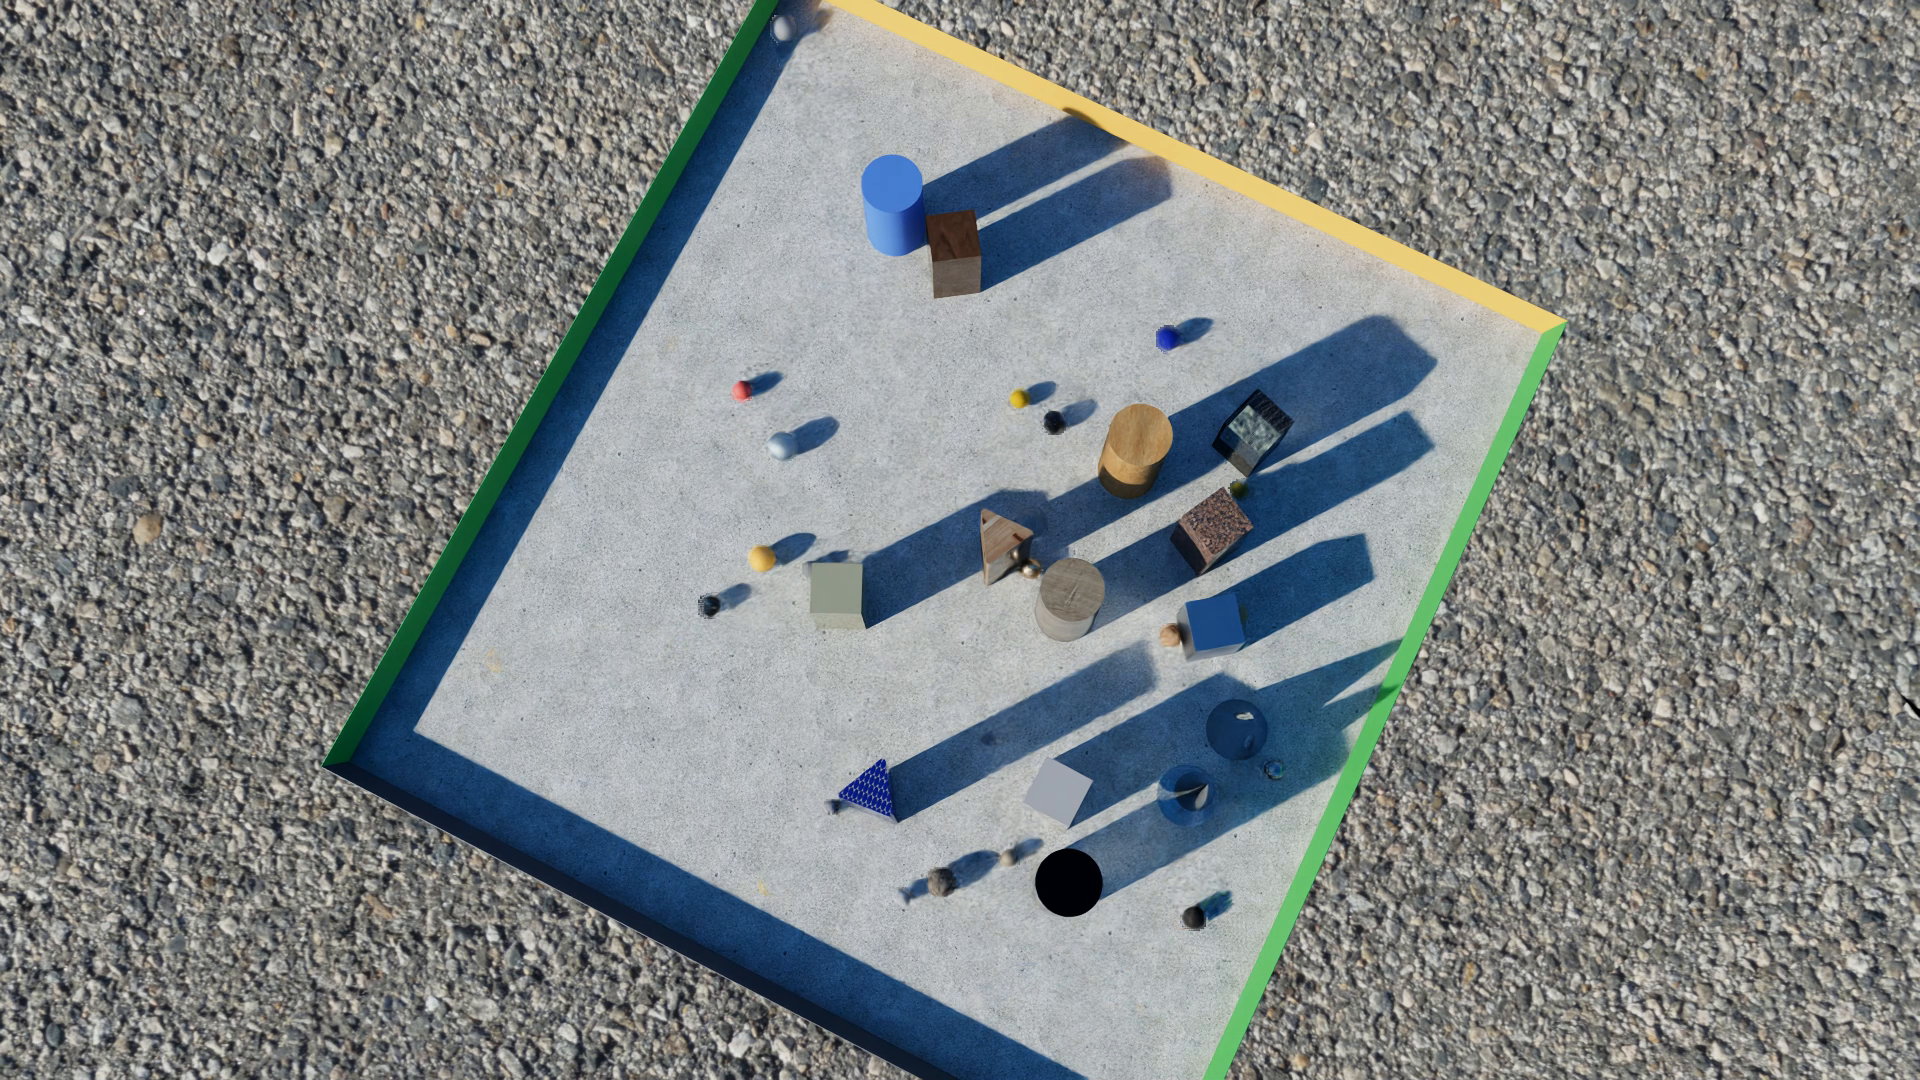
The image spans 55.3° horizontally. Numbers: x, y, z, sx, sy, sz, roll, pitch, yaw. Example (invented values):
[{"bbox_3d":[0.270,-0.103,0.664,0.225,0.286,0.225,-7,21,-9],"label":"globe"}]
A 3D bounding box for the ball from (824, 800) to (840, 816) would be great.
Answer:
[{"bbox_3d":[-0.378,0.794,5.429,0.046,0.046,0.046,0,78,0],"label":"ball"}]

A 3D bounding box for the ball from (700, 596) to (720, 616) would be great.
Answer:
[{"bbox_3d":[-0.757,0.200,5.542,0.064,0.064,0.064,0,78,0],"label":"ball"}]

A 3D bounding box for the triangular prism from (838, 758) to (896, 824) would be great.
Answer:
[{"bbox_3d":[-0.237,0.710,5.259,0.160,0.412,0.138,21,79,4],"label":"triangular prism"}]

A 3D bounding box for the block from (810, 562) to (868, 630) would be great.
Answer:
[{"bbox_3d":[-0.357,0.169,5.431,0.148,0.294,0.148,1,78,0],"label":"block"}]

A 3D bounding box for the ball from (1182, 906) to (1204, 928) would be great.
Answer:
[{"bbox_3d":[0.683,1.103,5.355,0.065,0.065,0.065,0,78,0],"label":"ball"}]

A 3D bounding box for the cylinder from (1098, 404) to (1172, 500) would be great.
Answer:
[{"bbox_3d":[0.517,-0.259,5.454,0.185,0.423,0.185,0,78,0],"label":"cylinder"}]

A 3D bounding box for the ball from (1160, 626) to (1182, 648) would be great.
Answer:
[{"bbox_3d":[0.634,0.291,5.522,0.067,0.067,0.067,0,78,0],"label":"ball"}]

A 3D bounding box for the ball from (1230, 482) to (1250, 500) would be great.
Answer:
[{"bbox_3d":[0.859,-0.150,5.618,0.058,0.058,0.058,0,78,0],"label":"ball"}]

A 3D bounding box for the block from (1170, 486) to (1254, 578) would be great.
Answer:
[{"bbox_3d":[0.745,-0.021,5.449,0.148,0.335,0.148,-35,80,-7],"label":"block"}]

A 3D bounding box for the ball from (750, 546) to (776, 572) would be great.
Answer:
[{"bbox_3d":[-0.600,0.058,5.564,0.079,0.079,0.079,0,78,0],"label":"ball"}]

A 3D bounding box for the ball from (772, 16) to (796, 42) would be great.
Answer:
[{"bbox_3d":[-0.569,-1.651,5.917,0.080,0.080,0.080,0,78,0],"label":"ball"}]

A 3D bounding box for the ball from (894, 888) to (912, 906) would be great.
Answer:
[{"bbox_3d":[-0.167,1.047,5.374,0.050,0.050,0.050,0,78,0],"label":"ball"}]

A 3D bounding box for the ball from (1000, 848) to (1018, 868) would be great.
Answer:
[{"bbox_3d":[0.146,0.937,5.395,0.054,0.054,0.054,0,78,0],"label":"ball"}]

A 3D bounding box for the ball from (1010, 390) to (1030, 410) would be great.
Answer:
[{"bbox_3d":[0.186,-0.436,5.676,0.060,0.060,0.060,0,78,0],"label":"ball"}]

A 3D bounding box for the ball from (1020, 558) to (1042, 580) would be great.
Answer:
[{"bbox_3d":[0.214,0.086,5.565,0.065,0.065,0.065,0,78,0],"label":"ball"}]

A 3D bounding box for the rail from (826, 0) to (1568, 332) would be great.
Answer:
[{"bbox_3d":[0.637,-1.241,5.811,2.734,0.120,0.045,26,80,5],"label":"rail"}]

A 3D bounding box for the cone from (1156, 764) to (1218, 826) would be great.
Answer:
[{"bbox_3d":[0.678,0.714,5.236,0.185,0.456,0.185,0,78,0],"label":"cone"}]

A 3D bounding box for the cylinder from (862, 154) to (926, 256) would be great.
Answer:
[{"bbox_3d":[-0.203,-1.025,5.641,0.185,0.368,0.185,0,78,0],"label":"cylinder"}]

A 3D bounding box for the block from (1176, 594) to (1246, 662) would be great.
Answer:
[{"bbox_3d":[0.742,0.263,5.442,0.148,0.235,0.148,-10,79,-2],"label":"block"}]

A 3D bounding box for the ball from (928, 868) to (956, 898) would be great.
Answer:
[{"bbox_3d":[-0.053,1.004,5.365,0.085,0.085,0.085,0,78,0],"label":"ball"}]

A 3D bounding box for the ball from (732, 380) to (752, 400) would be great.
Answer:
[{"bbox_3d":[-0.675,-0.464,5.681,0.061,0.061,0.061,0,78,0],"label":"ball"}]

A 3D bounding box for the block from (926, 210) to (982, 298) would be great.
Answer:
[{"bbox_3d":[-0.019,-0.875,5.629,0.148,0.330,0.148,-8,78,-2],"label":"block"}]

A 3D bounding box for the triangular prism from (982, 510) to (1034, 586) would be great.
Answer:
[{"bbox_3d":[0.105,0.004,5.429,0.160,0.366,0.138,-34,80,-7],"label":"triangular prism"}]

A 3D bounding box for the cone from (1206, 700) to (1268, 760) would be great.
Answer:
[{"bbox_3d":[0.831,0.537,5.342,0.185,0.319,0.185,0,78,0],"label":"cone"}]

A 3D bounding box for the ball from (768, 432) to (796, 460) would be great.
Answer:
[{"bbox_3d":[-0.548,-0.289,5.631,0.089,0.089,0.089,0,78,0],"label":"ball"}]

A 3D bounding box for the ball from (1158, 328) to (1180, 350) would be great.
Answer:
[{"bbox_3d":[0.651,-0.626,5.709,0.073,0.073,0.073,0,78,0],"label":"ball"}]

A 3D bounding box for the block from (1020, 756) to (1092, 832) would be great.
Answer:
[{"bbox_3d":[0.276,0.739,5.316,0.148,0.289,0.148,28,80,5],"label":"block"}]

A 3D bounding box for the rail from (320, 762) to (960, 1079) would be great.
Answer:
[{"bbox_3d":[-0.637,1.254,5.295,2.734,0.120,0.045,26,80,5],"label":"rail"}]

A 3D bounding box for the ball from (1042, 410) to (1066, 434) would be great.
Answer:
[{"bbox_3d":[0.291,-0.365,5.656,0.070,0.070,0.070,0,78,0],"label":"ball"}]

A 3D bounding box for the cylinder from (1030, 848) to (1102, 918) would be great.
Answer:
[{"bbox_3d":[0.297,0.977,5.203,0.185,0.415,0.185,0,78,0],"label":"cylinder"}]

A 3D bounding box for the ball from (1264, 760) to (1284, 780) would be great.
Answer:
[{"bbox_3d":[0.932,0.683,5.444,0.061,0.061,0.061,0,78,0],"label":"ball"}]

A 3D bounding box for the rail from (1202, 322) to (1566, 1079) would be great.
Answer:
[{"bbox_3d":[1.202,0.595,5.431,0.045,0.120,2.895,26,80,5],"label":"rail"}]

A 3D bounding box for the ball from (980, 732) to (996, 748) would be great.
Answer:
[{"bbox_3d":[0.083,0.595,5.468,0.049,0.049,0.049,0,78,0],"label":"ball"}]

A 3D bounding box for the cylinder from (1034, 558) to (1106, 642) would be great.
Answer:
[{"bbox_3d":[0.319,0.180,5.382,0.185,0.386,0.185,0,78,0],"label":"cylinder"}]

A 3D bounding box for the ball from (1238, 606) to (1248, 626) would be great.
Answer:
[{"bbox_3d":[0.841,0.230,5.537,0.063,0.063,0.063,0,78,0],"label":"ball"}]

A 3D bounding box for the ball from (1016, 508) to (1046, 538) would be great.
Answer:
[{"bbox_3d":[0.216,-0.050,5.580,0.092,0.092,0.092,0,78,0],"label":"ball"}]

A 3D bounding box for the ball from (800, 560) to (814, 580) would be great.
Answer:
[{"bbox_3d":[-0.455,0.090,5.569,0.057,0.057,0.057,0,78,0],"label":"ball"}]

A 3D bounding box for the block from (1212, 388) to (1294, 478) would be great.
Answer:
[{"bbox_3d":[0.884,-0.320,5.543,0.148,0.273,0.148,44,82,8],"label":"block"}]

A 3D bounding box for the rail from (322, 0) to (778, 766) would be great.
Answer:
[{"bbox_3d":[-1.202,-0.582,5.674,0.045,0.120,2.895,26,80,5],"label":"rail"}]
